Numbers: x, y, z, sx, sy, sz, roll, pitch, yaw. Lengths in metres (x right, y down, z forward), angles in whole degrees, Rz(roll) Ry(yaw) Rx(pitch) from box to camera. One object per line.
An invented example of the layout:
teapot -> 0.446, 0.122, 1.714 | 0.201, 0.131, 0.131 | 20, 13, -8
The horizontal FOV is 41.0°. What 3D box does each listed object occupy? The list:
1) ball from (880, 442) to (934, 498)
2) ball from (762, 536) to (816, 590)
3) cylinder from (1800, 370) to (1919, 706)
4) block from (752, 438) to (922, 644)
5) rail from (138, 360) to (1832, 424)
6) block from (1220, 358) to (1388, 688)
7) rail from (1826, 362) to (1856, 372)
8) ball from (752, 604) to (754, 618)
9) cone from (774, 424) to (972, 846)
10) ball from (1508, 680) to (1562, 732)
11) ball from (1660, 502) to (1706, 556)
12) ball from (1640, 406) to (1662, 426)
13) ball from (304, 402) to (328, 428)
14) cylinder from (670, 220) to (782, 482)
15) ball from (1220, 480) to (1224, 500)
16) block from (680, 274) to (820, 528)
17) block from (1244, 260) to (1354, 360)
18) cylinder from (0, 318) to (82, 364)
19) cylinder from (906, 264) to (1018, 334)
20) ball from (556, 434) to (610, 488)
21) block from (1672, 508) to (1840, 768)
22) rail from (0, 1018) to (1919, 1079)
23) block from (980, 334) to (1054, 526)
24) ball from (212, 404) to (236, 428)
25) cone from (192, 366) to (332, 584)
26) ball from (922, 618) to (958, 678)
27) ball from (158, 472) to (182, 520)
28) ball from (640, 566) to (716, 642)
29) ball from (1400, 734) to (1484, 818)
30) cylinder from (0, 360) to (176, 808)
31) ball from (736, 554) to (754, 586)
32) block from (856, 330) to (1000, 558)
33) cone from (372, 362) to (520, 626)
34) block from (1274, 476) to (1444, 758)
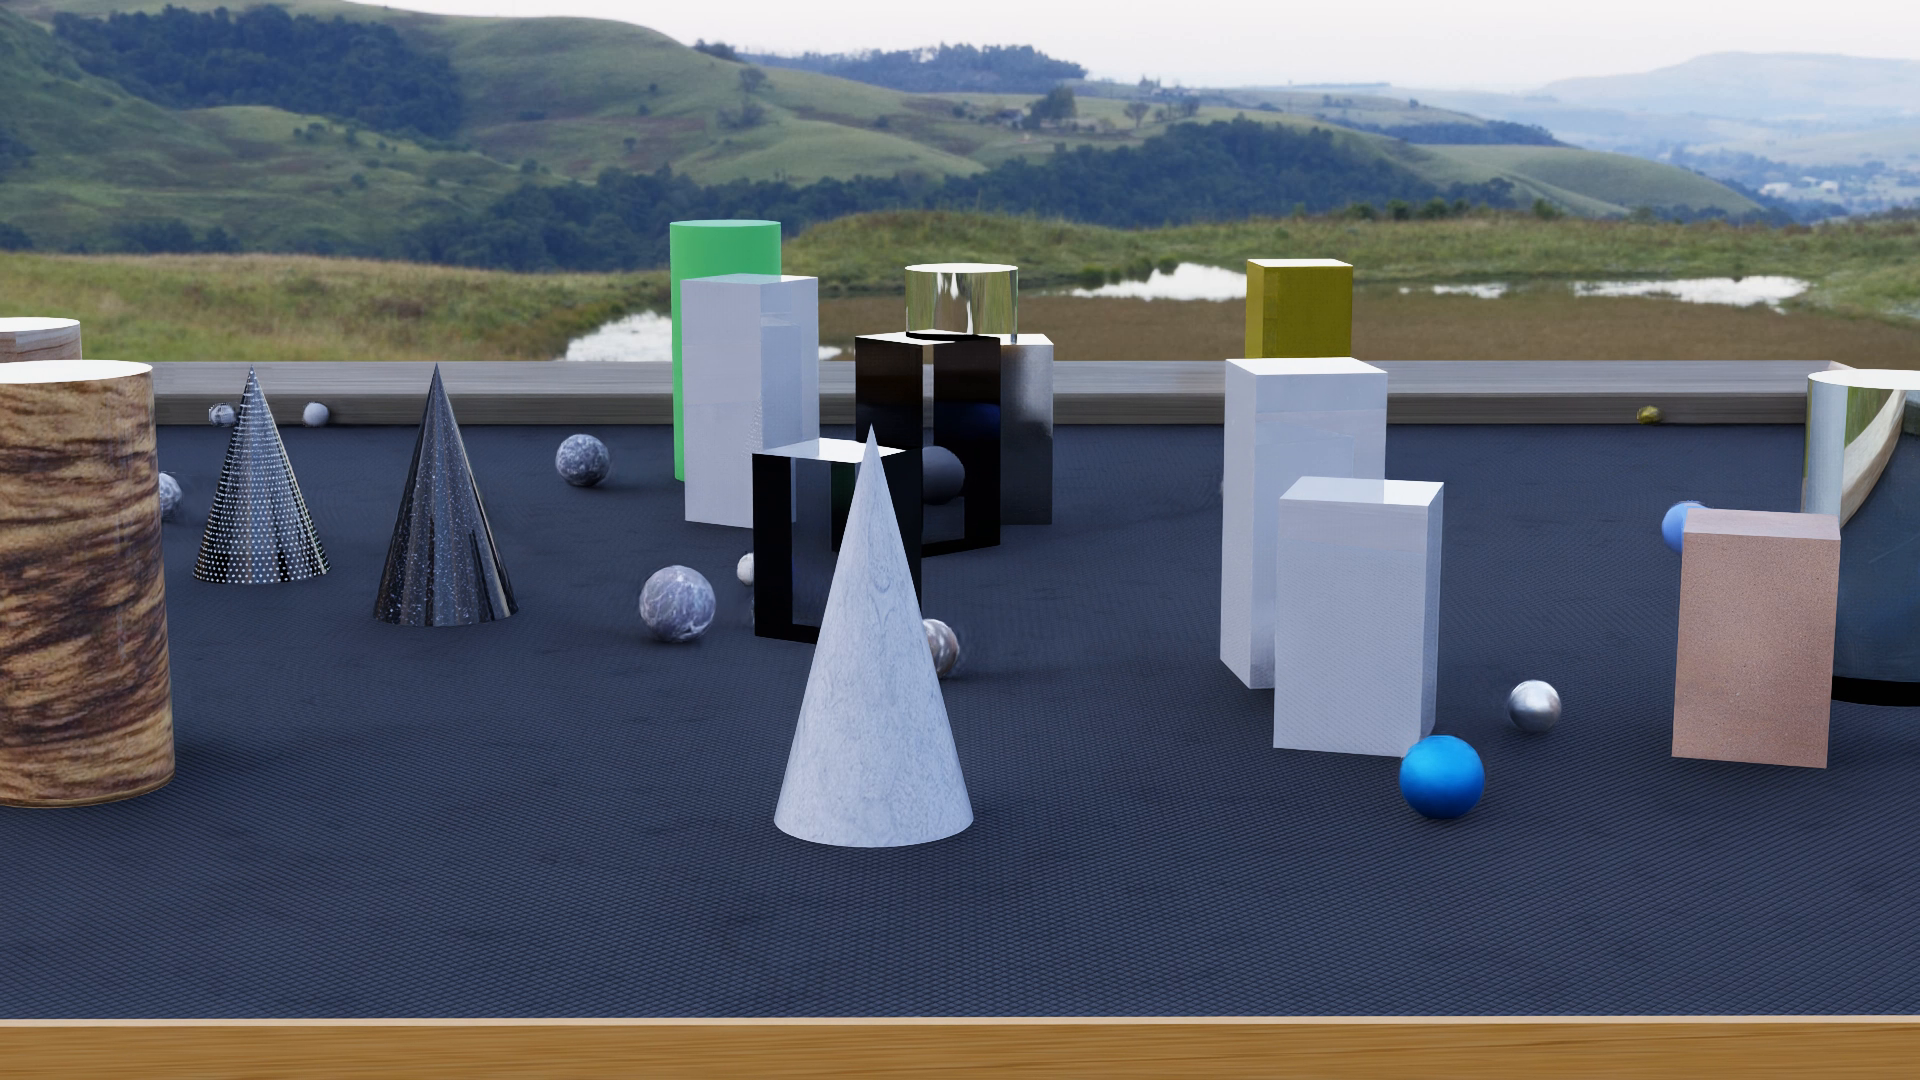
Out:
ball -> -0.091, -0.119, 4.355 | 0.096, 0.096, 0.096 | 0, 11, 0
ball -> -0.239, 0.033, 3.596 | 0.075, 0.075, 0.075 | 0, 11, 0
cylinder -> 1.087, -0.006, 3.010 | 0.196, 0.366, 0.196 | 0, 11, 0
block -> -0.158, 0.002, 3.316 | 0.156, 0.238, 0.156 | 6, 12, 30
rail -> -0.010, -0.298, 5.232 | 3.594, 0.127, 0.045 | 0, 11, 0
block -> 0.410, -0.023, 3.082 | 0.156, 0.373, 0.156 | -1, 11, -7
rail -> 1.773, 0.031, 3.459 | 0.045, 0.127, 3.675 | 0, 11, 0
ball -> -0.253, 0.093, 3.366 | 0.041, 0.041, 0.041 | 0, 11, 0
cone -> -0.084, 0.080, 2.479 | 0.196, 0.390, 0.196 | 0, 11, 0
ball -> 0.634, 0.183, 2.832 | 0.058, 0.058, 0.058 | 0, 11, 0
ball -> 1.091, -0.015, 3.836 | 0.082, 0.082, 0.082 | 0, 11, 0
ball -> 1.408, -0.253, 5.229 | 0.041, 0.041, 0.041 | 0, 11, 0
ball -> -1.306, -0.253, 5.205 | 0.050, 0.050, 0.050 | 0, 11, 0
cylinder -> -0.413, -0.336, 4.558 | 0.196, 0.450, 0.196 | 0, 11, 0
ball -> 0.459, -0.085, 4.310 | 0.047, 0.047, 0.047 | 0, 11, 0
block -> -0.336, -0.227, 4.139 | 0.156, 0.388, 0.156 | 6, 12, 31
block -> 0.598, -0.301, 4.554 | 0.156, 0.382, 0.156 | -1, 11, -5
cylinder -> -1.299, -0.107, 3.519 | 0.196, 0.378, 0.196 | 0, 11, 0
cylinder -> 0.003, -0.286, 4.481 | 0.196, 0.379, 0.196 | 0, 11, 0
ball -> -0.657, -0.138, 4.472 | 0.092, 0.092, 0.092 | 0, 11, 0
block -> 0.857, 0.102, 2.763 | 0.156, 0.243, 0.156 | 3, 11, 17
rail -> 0.010, 0.363, 1.665 | 3.594, 0.127, 0.045 | 0, 11, 0
block -> 0.064, -0.180, 4.157 | 0.156, 0.290, 0.156 | -1, 11, -4
ball -> -1.494, -0.252, 5.207 | 0.047, 0.047, 0.047 | 0, 11, 0
cone -> -1.015, -0.104, 3.707 | 0.196, 0.304, 0.196 | 0, 11, 0
ball -> -0.038, 0.131, 3.074 | 0.073, 0.073, 0.073 | 0, 11, 0
ball -> -1.298, -0.070, 4.145 | 0.078, 0.078, 0.078 | 0, 11, 0
ball -> -0.360, 0.081, 3.275 | 0.097, 0.097, 0.097 | 0, 11, 0
ball -> 0.471, 0.231, 2.507 | 0.082, 0.082, 0.082 | 0, 11, 0
cylinder -> -0.909, 0.040, 2.602 | 0.196, 0.424, 0.196 | 0, 11, 0
ball -> -0.293, 0.042, 3.627 | 0.046, 0.046, 0.046 | 0, 11, 0
block -> -0.049, -0.150, 3.914 | 0.156, 0.320, 0.156 | -9, 14, -41
cone -> -0.694, -0.071, 3.433 | 0.196, 0.338, 0.196 | 0, 11, 0
block -> 0.436, 0.080, 2.797 | 0.156, 0.273, 0.156 | 3, 11, 16
